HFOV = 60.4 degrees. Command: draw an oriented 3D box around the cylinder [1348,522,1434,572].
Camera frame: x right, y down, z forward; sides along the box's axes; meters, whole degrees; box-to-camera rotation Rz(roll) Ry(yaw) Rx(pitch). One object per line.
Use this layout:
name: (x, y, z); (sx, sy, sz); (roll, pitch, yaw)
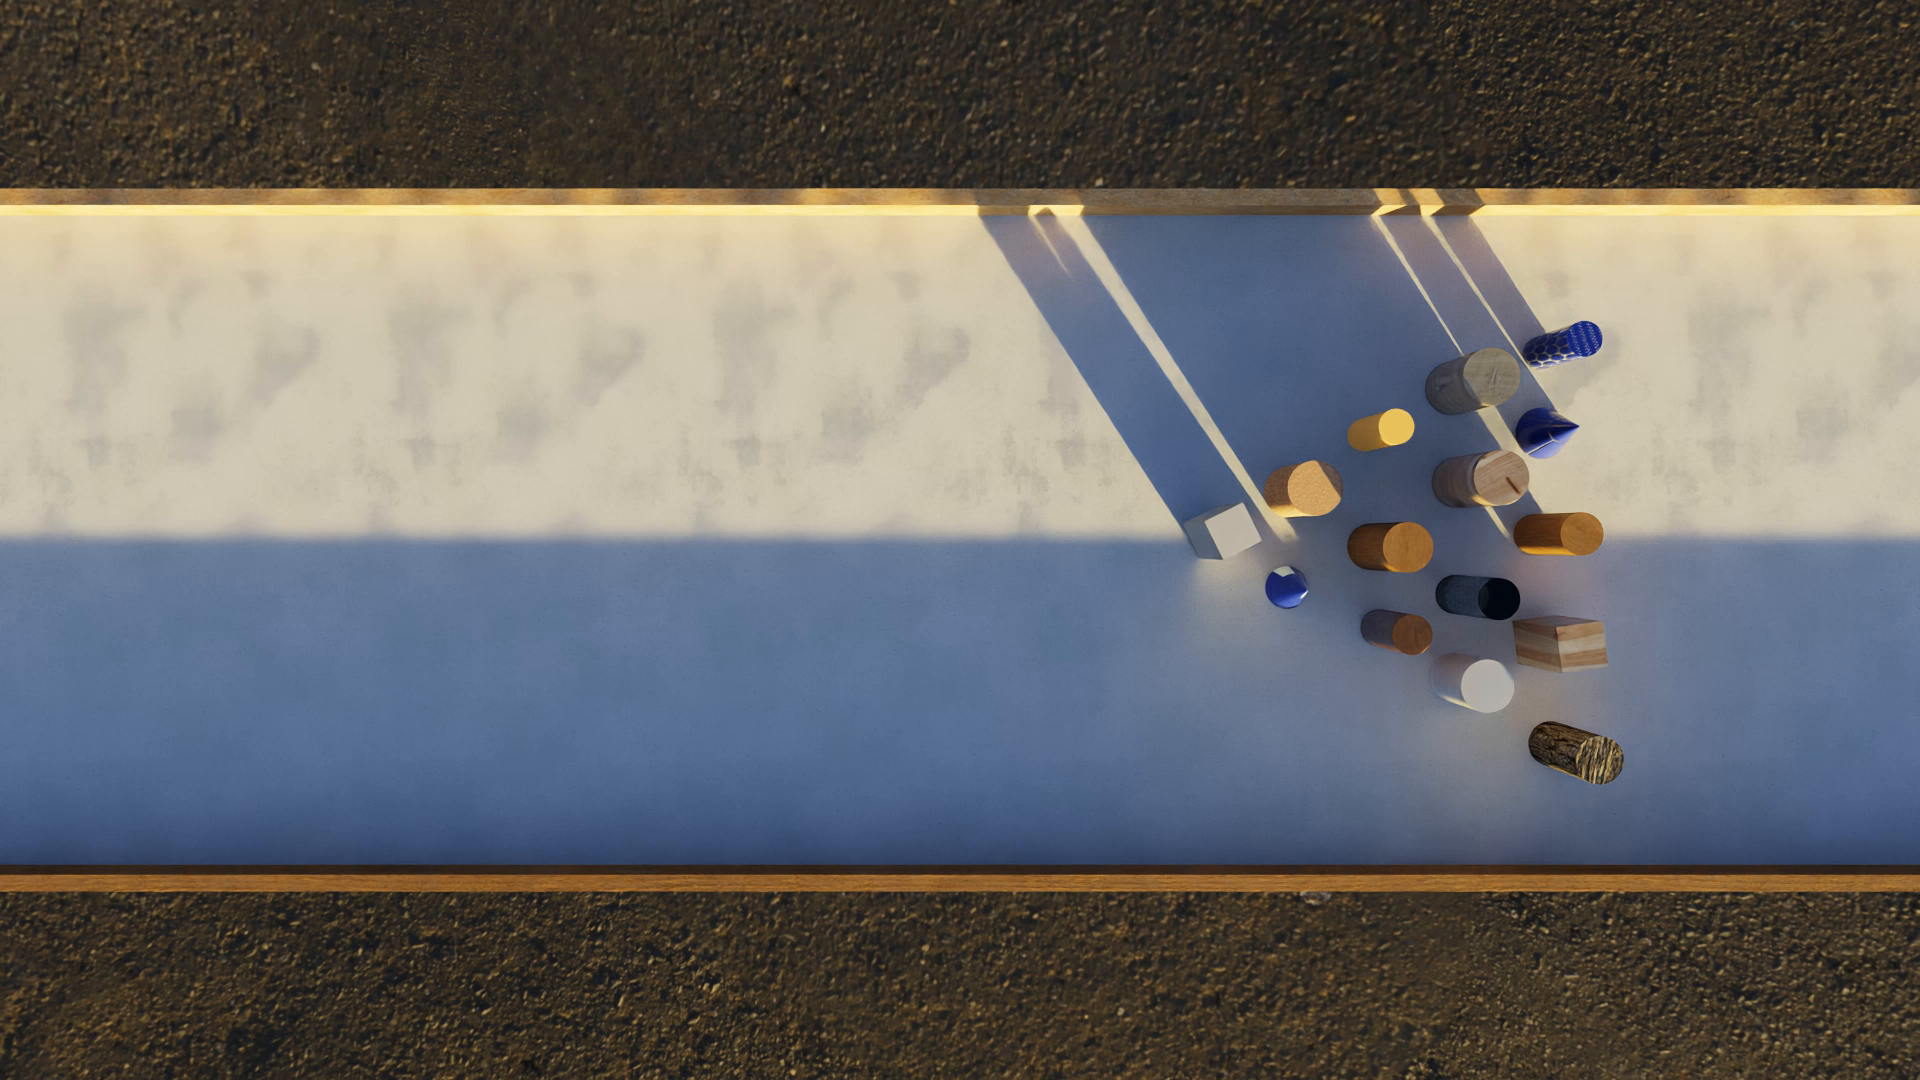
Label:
cylinder: (1.264, 0.021, 4.863); (0.143, 0.426, 0.143); (0, 90, 0)

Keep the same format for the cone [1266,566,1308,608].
cone: (1.006, 0.146, 4.921); (0.132, 0.311, 0.132); (0, 90, 0)

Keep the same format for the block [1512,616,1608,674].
block: (1.774, 0.306, 4.889); (0.133, 0.375, 0.133); (-7, 90, 0)

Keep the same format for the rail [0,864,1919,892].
rail: (-2.247, 1.025, 5.001); (12.000, 0.150, 0.050); (0, 90, 0)

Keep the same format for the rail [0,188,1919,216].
rail: (-2.247, -1.025, 5.002); (12.000, 0.150, 0.050); (0, 90, 0)

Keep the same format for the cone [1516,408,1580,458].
cone: (1.790, -0.329, 4.919); (0.160, 0.315, 0.160); (0, 90, 0)

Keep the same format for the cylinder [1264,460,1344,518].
cylinder: (1.015, -0.148, 4.894); (0.159, 0.365, 0.159); (0, 90, 0)

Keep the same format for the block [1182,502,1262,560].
block: (0.767, -0.025, 4.852); (0.121, 0.448, 0.121); (-26, 90, 0)

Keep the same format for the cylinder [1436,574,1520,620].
cylinder: (1.523, 0.167, 4.868); (0.120, 0.418, 0.120); (0, 90, 0)

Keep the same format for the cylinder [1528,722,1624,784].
cylinder: (1.818, 0.626, 4.882); (0.138, 0.390, 0.138); (0, 90, 0)

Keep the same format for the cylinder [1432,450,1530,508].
cylinder: (1.530, -0.177, 4.868); (0.157, 0.417, 0.157); (0, 90, 0)

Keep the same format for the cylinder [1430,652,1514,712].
cylinder: (1.525, 0.422, 4.922); (0.155, 0.310, 0.155); (0, 90, 0)

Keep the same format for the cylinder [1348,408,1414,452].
cylinder: (1.243, -0.323, 4.886); (0.102, 0.380, 0.102); (0, 90, 0)

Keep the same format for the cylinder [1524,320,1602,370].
cylinder: (1.784, -0.575, 4.893); (0.103, 0.366, 0.103); (0, 90, 0)

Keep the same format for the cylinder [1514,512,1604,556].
cylinder: (1.765, -0.017, 4.879); (0.124, 0.395, 0.124); (0, 90, 0)

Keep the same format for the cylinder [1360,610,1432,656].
cylinder: (1.290, 0.270, 4.890); (0.116, 0.373, 0.116); (0, 90, 0)

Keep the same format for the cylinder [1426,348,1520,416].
cylinder: (1.514, -0.466, 4.886); (0.165, 0.381, 0.165); (0, 90, 0)
